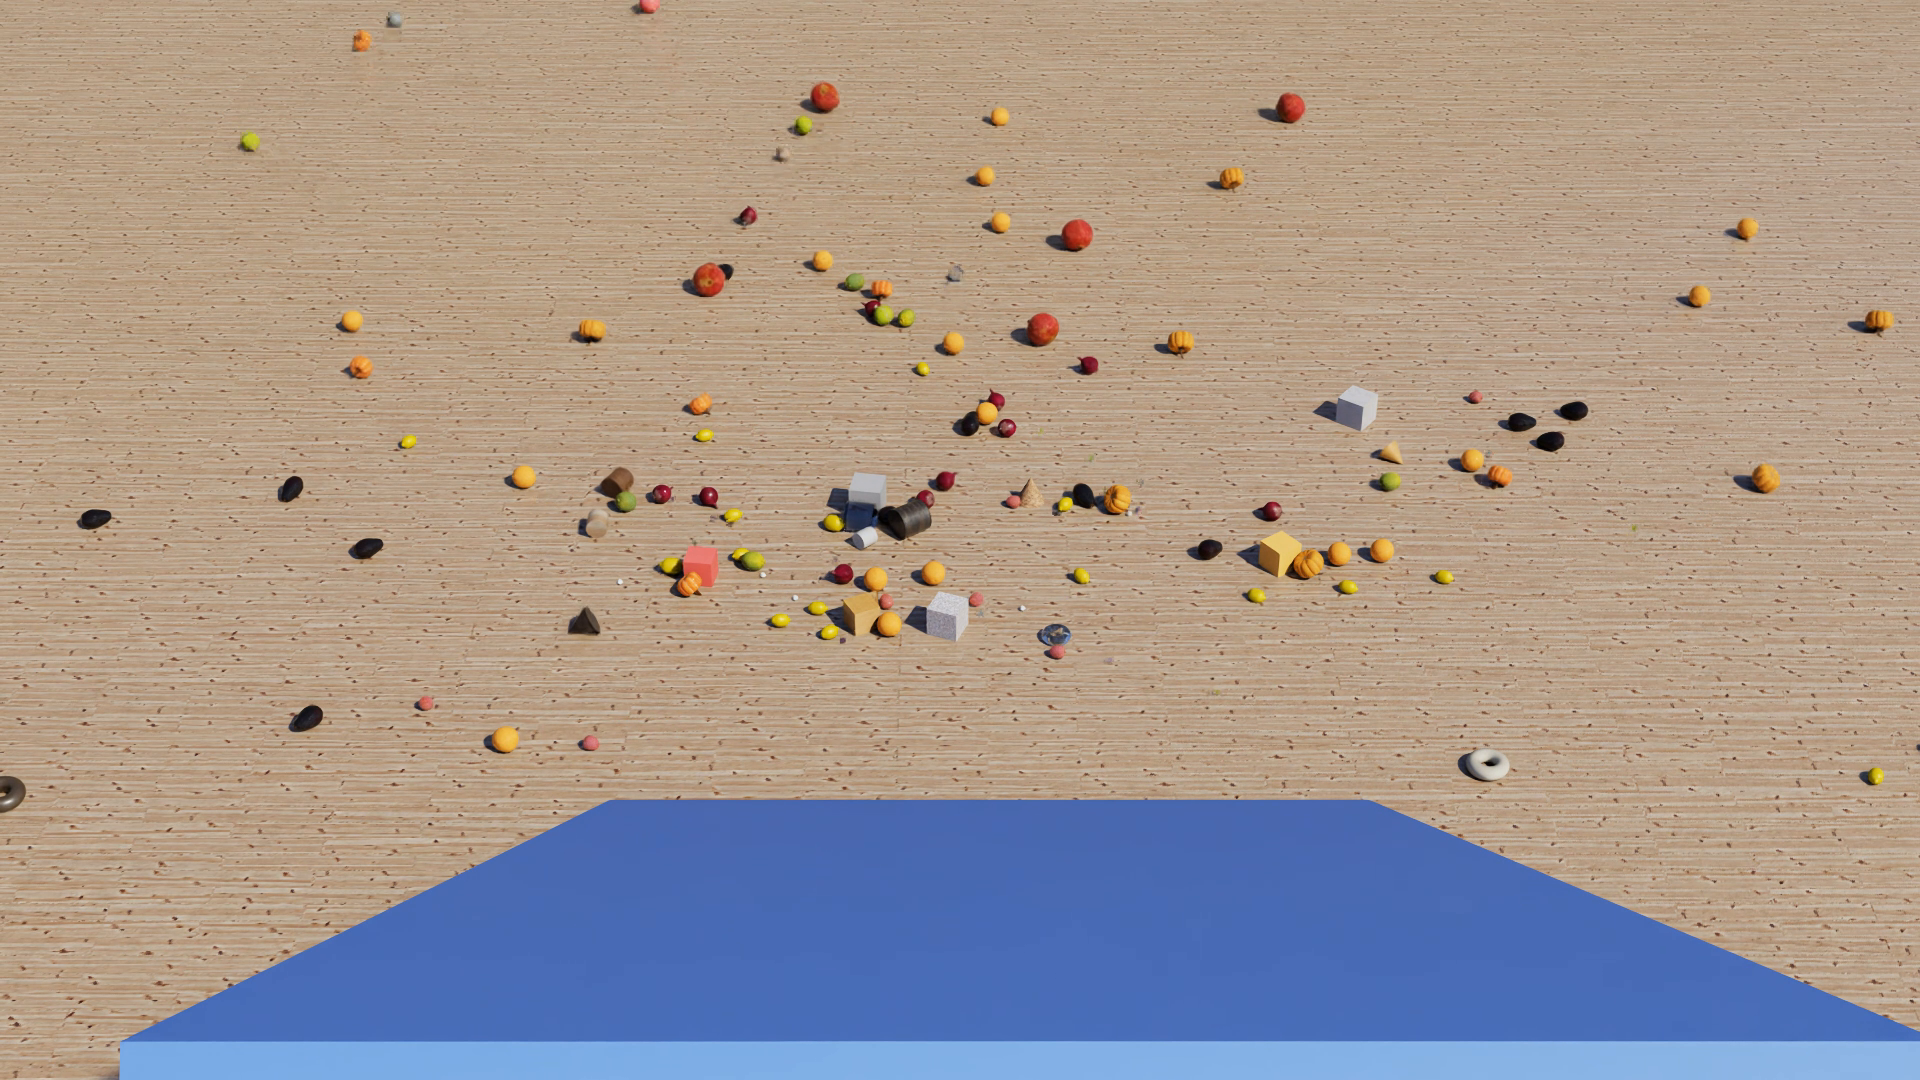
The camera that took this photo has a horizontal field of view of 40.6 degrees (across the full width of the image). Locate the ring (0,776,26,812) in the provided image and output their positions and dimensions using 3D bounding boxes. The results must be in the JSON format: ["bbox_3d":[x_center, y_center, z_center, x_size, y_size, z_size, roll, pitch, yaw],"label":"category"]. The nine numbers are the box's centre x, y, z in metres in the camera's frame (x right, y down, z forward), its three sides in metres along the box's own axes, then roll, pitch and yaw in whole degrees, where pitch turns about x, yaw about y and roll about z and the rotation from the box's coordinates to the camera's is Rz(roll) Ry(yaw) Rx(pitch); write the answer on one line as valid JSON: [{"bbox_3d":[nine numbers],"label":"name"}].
[{"bbox_3d":[-2.567,0.681,6.955,0.129,0.043,0.129,0,37,0],"label":"ring"}]

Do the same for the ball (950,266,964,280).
[{"bbox_3d":[-0.012,-0.949,9.248,0.050,0.050,0.050,0,35,0],"label":"ball"}]

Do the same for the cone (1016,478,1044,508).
[{"bbox_3d":[0.220,-0.160,8.102,0.089,0.089,0.089,0,35,0],"label":"cone"}]

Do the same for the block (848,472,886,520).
[{"bbox_3d":[-0.286,-0.137,8.059,0.100,0.100,0.100,5,36,8],"label":"block"}]

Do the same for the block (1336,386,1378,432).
[{"bbox_3d":[1.295,-0.430,8.477,0.095,0.095,0.095,24,42,30],"label":"block"}]

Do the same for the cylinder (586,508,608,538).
[{"bbox_3d":[-1.112,-0.051,7.969,0.065,0.065,0.065,-1,35,-1],"label":"cylinder"}]

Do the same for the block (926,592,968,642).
[{"bbox_3d":[-0.036,0.222,7.559,0.093,0.093,0.093,13,37,18],"label":"block"}]

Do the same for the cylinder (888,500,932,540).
[{"bbox_3d":[-0.154,-0.064,7.960,0.096,0.096,0.096,-22,41,-28],"label":"cylinder"}]

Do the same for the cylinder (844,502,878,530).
[{"bbox_3d":[-0.306,-0.072,7.979,0.088,0.088,0.088,5,36,8],"label":"cylinder"}]

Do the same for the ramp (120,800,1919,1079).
[{"bbox_3d":[0.078,0.667,4.848,2.000,0.100,4.000,0,-2,0],"label":"ramp"}]

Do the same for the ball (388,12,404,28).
[{"bbox_3d":[-2.392,-2.204,11.010,0.062,0.062,0.062,0,35,0],"label":"ball"}]

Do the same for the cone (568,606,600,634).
[{"bbox_3d":[-1.107,0.253,7.562,0.086,0.086,0.086,-29,37,5],"label":"cone"}]

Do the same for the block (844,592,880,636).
[{"bbox_3d":[-0.287,0.217,7.577,0.080,0.080,0.080,-17,39,-22],"label":"block"}]

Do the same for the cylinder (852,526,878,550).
[{"bbox_3d":[-0.289,-0.006,7.915,0.055,0.055,0.055,-28,44,-34],"label":"cylinder"}]

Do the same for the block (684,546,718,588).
[{"bbox_3d":[-0.774,0.079,7.768,0.085,0.085,0.085,5,36,7],"label":"block"}]

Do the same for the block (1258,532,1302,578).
[{"bbox_3d":[0.963,0.042,7.818,0.087,0.087,0.087,-23,42,-29],"label":"block"}]

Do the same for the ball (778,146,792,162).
[{"bbox_3d":[-0.675,-1.486,10.002,0.056,0.056,0.056,0,35,0],"label":"ball"}]

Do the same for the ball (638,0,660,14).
[{"bbox_3d":[-1.329,-2.302,11.123,0.092,0.092,0.092,0,35,0],"label":"ball"}]

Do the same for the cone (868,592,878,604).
[{"bbox_3d":[-0.254,0.199,7.646,0.069,0.069,0.069,-22,67,-28],"label":"cone"}]

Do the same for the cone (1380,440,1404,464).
[{"bbox_3d":[1.392,-0.266,8.299,0.076,0.076,0.076,-31,72,-36],"label":"cone"}]

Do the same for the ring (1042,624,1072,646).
[{"bbox_3d":[0.280,0.275,7.540,0.087,0.029,0.087,0,36,0],"label":"ring"}]

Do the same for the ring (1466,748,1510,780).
[{"bbox_3d":[1.434,0.610,7.059,0.117,0.039,0.117,-1,34,0],"label":"ring"}]
